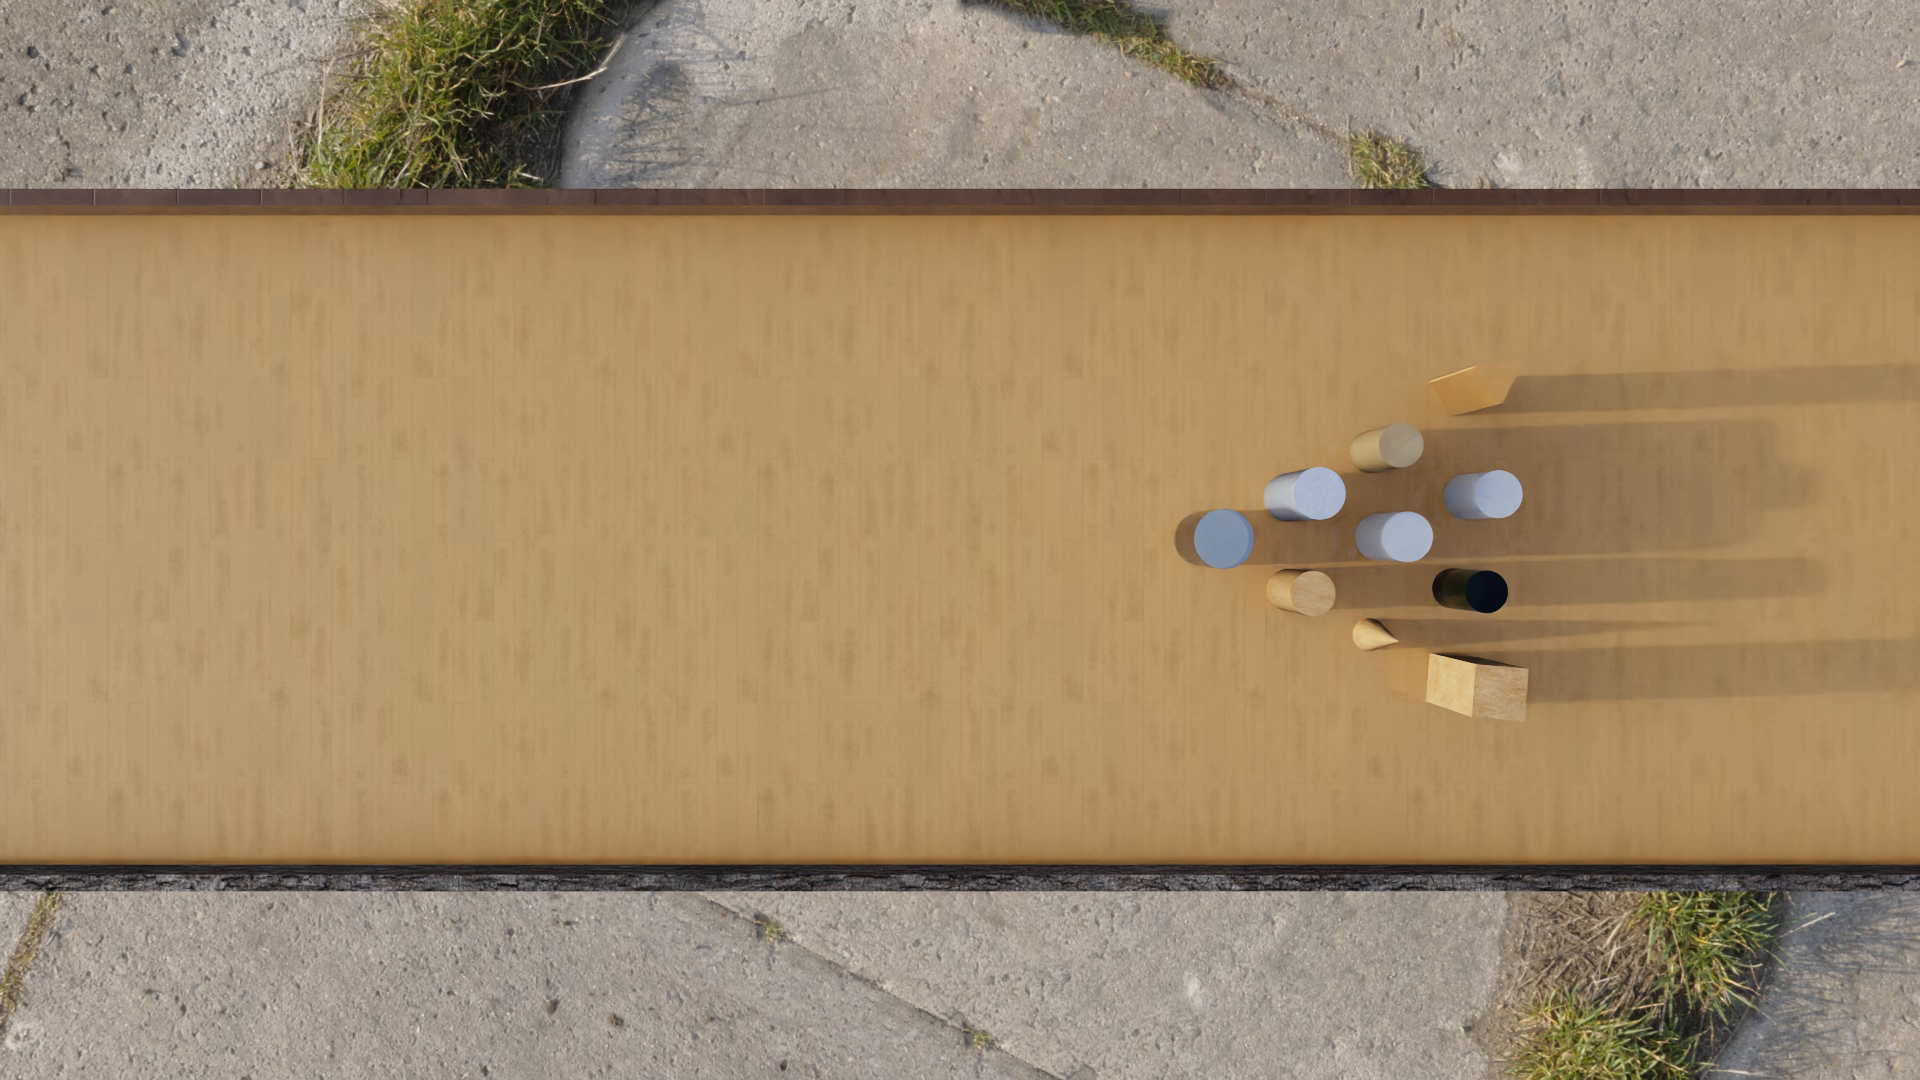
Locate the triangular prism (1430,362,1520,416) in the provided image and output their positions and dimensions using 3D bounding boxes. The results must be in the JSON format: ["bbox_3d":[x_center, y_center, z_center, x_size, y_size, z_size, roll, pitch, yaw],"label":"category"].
[{"bbox_3d":[1.526,-0.465,4.849,0.110,0.456,0.127,-35,90,0],"label":"triangular prism"}]

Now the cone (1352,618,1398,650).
[{"bbox_3d":[1.259,0.291,4.903,0.101,0.346,0.101,0,90,0],"label":"cone"}]

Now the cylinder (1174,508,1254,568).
[{"bbox_3d":[0.743,-0.003,4.860,0.170,0.432,0.170,0,90,0],"label":"cylinder"}]

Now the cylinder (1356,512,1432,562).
[{"bbox_3d":[1.289,-0.009,4.913,0.146,0.326,0.146,0,90,0],"label":"cylinder"}]

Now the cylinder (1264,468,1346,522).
[{"bbox_3d":[1.008,-0.131,4.851,0.148,0.452,0.148,0,90,0],"label":"cylinder"}]

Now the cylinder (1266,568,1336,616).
[{"bbox_3d":[1.008,0.153,4.893,0.129,0.366,0.129,0,90,0],"label":"cylinder"}]

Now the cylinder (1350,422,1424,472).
[{"bbox_3d":[1.261,-0.271,4.895,0.129,0.363,0.129,0,90,0],"label":"cylinder"}]

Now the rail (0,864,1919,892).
[{"bbox_3d":[-2.247,1.025,5.001,12.000,0.150,0.050,0,90,0],"label":"rail"}]

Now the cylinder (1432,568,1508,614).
[{"bbox_3d":[1.515,0.149,4.911,0.124,0.332,0.124,0,90,0],"label":"cylinder"}]

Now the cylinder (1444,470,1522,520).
[{"bbox_3d":[1.557,-0.133,4.921,0.139,0.311,0.139,0,90,0],"label":"cylinder"}]

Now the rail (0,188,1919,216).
[{"bbox_3d":[-2.247,-1.025,5.002,12.000,0.150,0.050,0,90,0],"label":"rail"}]

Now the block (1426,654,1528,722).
[{"bbox_3d":[1.514,0.428,4.849,0.148,0.455,0.148,5,90,0],"label":"block"}]
